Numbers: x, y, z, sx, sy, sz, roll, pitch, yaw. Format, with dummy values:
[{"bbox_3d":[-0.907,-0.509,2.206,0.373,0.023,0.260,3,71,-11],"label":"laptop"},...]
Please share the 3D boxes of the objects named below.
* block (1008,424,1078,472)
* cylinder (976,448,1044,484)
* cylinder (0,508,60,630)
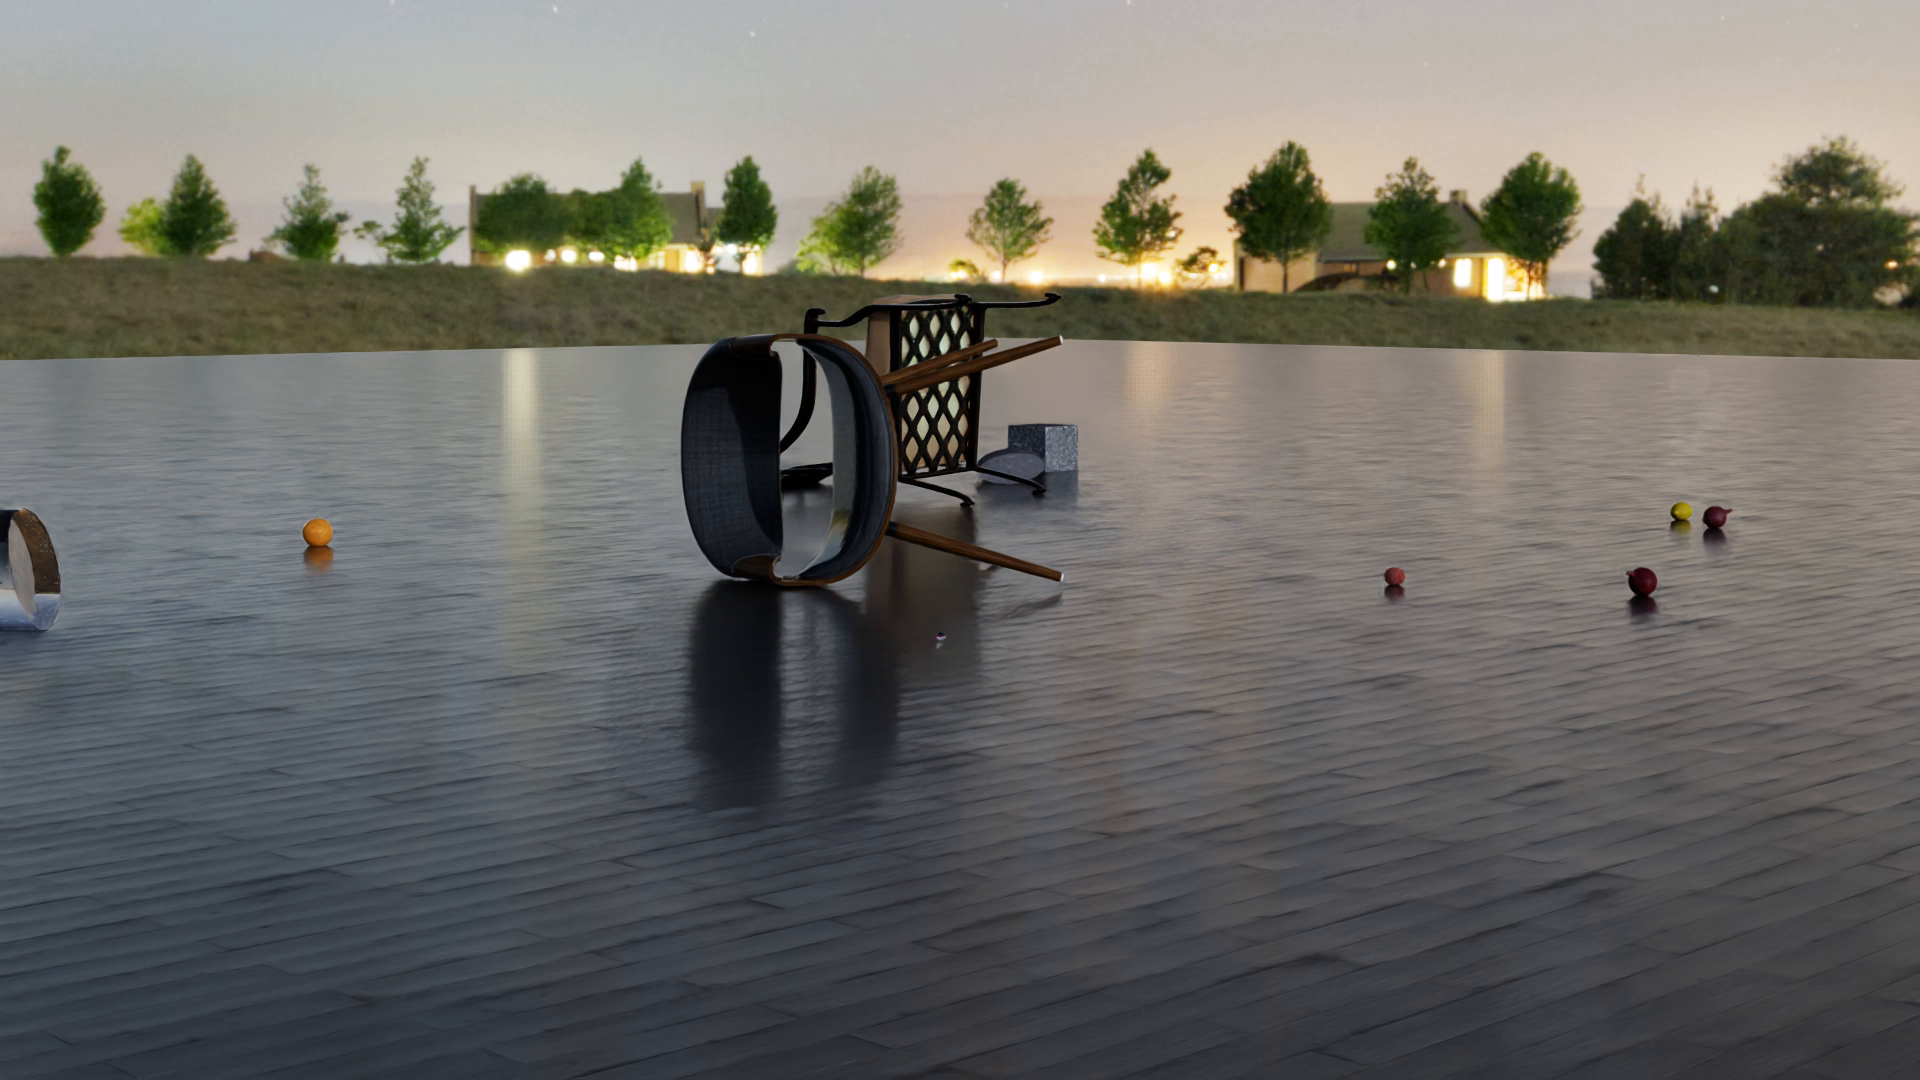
[{"bbox_3d":[0.283,-0.315,8.735,0.170,0.151,0.167,6,8,44],"label":"block"},{"bbox_3d":[0.161,-0.238,8.238,0.210,0.096,0.226,-6,6,-1],"label":"cylinder"},{"bbox_3d":[-1.773,0.054,4.741,0.135,0.256,0.160,1,37,8],"label":"cylinder"}]
